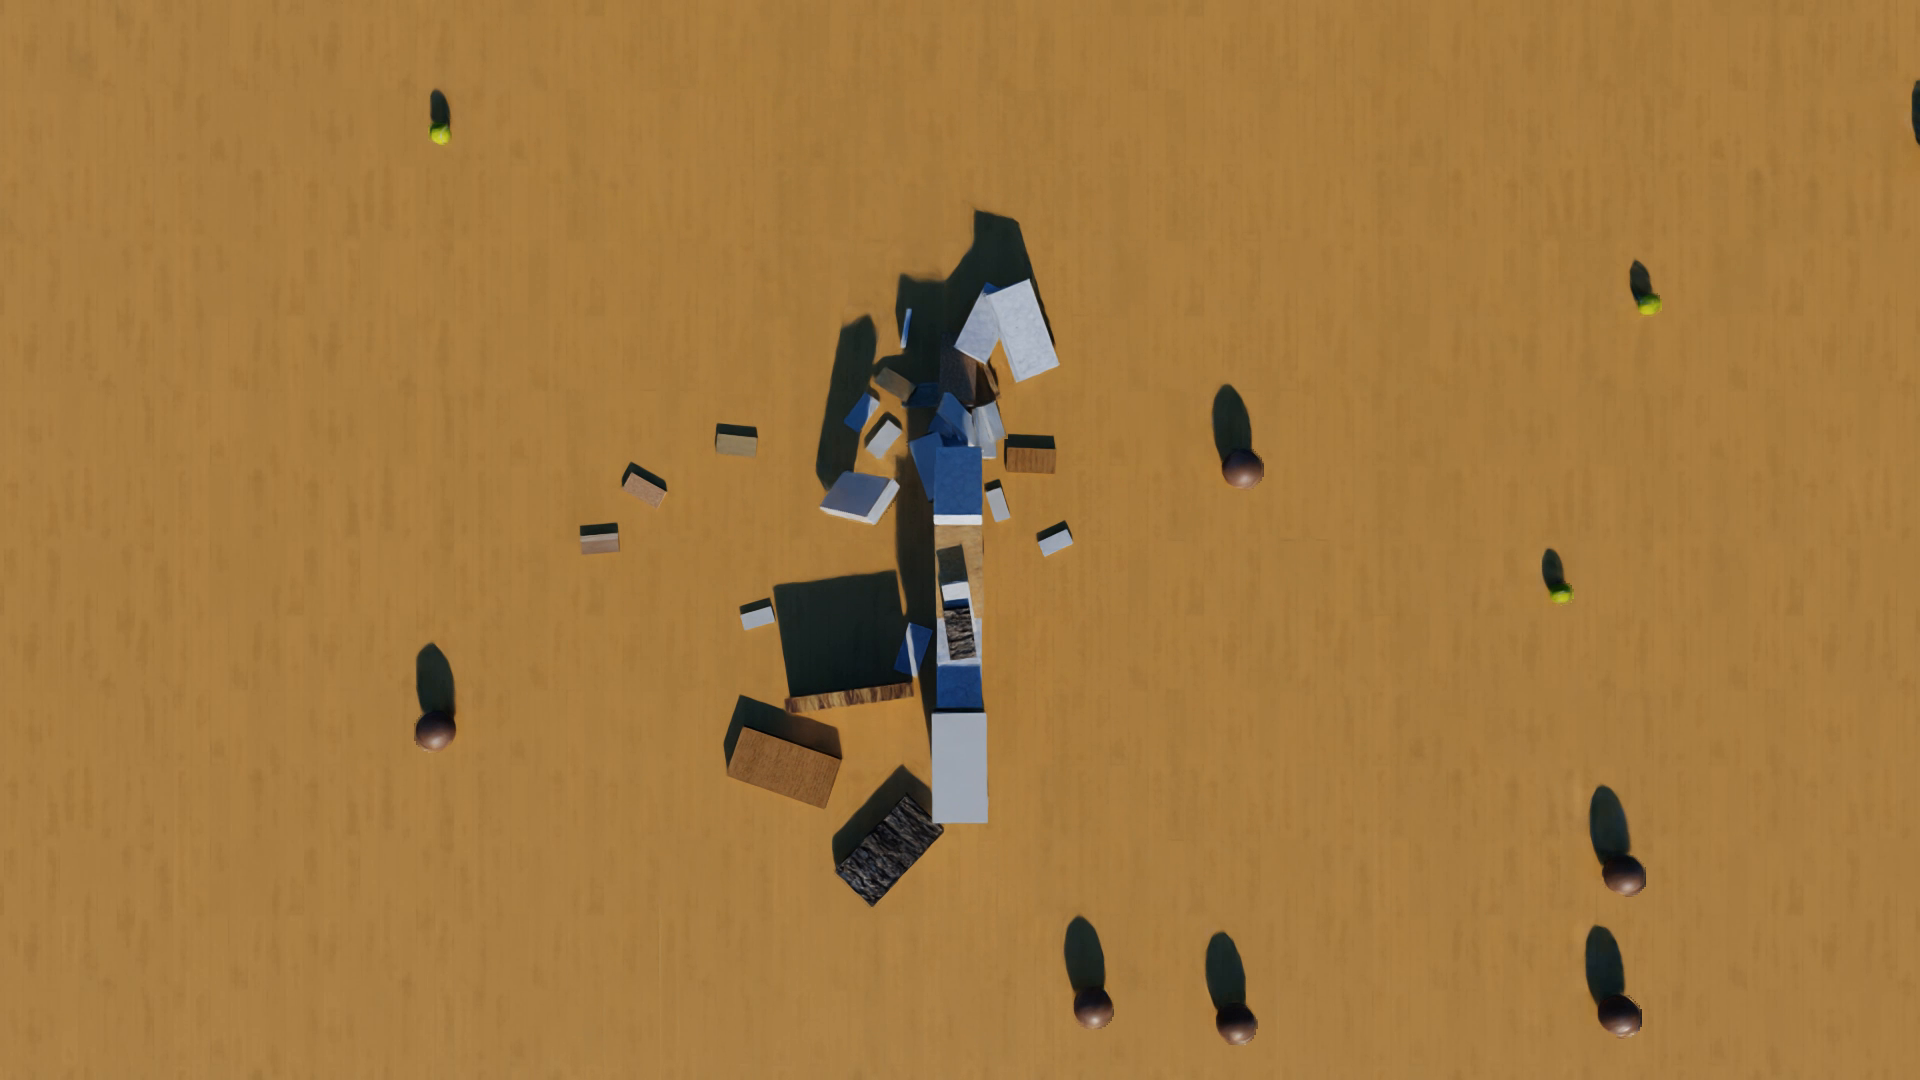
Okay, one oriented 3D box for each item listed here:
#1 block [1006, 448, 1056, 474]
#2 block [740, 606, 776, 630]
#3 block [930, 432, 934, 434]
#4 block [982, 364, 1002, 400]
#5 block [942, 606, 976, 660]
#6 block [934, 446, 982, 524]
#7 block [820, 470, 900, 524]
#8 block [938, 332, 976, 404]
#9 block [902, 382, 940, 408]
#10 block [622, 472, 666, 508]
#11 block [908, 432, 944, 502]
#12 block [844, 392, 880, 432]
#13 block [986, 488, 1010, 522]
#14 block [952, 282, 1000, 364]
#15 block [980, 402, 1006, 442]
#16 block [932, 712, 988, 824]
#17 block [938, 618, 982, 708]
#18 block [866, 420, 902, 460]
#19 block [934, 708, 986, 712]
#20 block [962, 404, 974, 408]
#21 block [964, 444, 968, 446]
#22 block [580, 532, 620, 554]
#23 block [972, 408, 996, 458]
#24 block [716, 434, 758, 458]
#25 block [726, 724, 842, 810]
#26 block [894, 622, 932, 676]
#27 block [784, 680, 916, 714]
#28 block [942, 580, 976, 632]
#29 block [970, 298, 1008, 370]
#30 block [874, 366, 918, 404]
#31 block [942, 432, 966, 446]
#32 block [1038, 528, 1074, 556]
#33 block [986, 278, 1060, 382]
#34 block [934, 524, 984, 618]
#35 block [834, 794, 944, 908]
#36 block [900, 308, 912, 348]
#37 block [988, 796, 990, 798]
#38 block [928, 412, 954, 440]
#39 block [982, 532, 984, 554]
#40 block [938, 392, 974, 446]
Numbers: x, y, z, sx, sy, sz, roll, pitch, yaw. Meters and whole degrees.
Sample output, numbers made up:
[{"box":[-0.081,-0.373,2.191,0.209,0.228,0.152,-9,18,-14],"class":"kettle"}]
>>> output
[{"box":[0.236,-0.264,5.488,0.163,0.023,0.081,2,90,0],"class":"block"},{"box":[-0.673,0.260,5.492,0.106,0.015,0.053,-16,90,0],"class":"block"},{"box":[-0.075,-0.259,5.396,0.088,0.025,0.176,-32,74,-1],"class":"block"},{"box":[0.104,-0.523,5.469,0.017,0.061,0.122,-23,90,-1],"class":"block"},{"box":[-0.001,0.290,5.137,0.083,0.023,0.166,-8,107,2],"class":"block"},{"box":[-0.006,-0.175,5.235,0.150,0.043,0.301,0,48,1],"class":"block"},{"box":[-0.327,-0.141,5.348,0.043,0.301,0.150,42,74,-32],"class":"block"},{"box":[-0.006,-0.567,5.450,0.120,0.034,0.239,3,73,0],"class":"block"},{"box":[-0.116,-0.480,5.466,0.157,0.022,0.078,-3,74,9],"class":"block"},{"box":[-1.050,-0.164,5.491,0.132,0.019,0.066,29,90,0],"class":"block"},{"box":[-0.084,-0.237,5.364,0.106,0.030,0.212,-20,74,3],"class":"block"},{"box":[-0.327,-0.424,5.491,0.063,0.018,0.125,37,90,0],"class":"block"},{"box":[0.127,-0.117,5.492,0.053,0.015,0.106,-18,90,0],"class":"block"},{"box":[0.084,-0.715,5.432,0.120,0.034,0.239,27,84,-8],"class":"block"},{"box":[0.109,-0.393,5.461,0.017,0.061,0.122,-7,105,42],"class":"block"},{"box":[-0.001,0.708,5.134,0.170,0.048,0.340,-1,90,0],"class":"block"},{"box":[-0.002,0.385,5.200,0.140,0.040,0.280,0,90,0],"class":"block"},{"box":[-0.253,-0.333,5.491,0.061,0.017,0.121,39,90,0],"class":"block"},{"box":[-0.003,0.587,5.330,0.170,0.340,0.048,0,91,0],"class":"block"},{"box":[0.004,-0.517,5.465,0.078,0.022,0.157,0,73,-1],"class":"block"},{"box":[-0.005,-0.247,5.442,0.088,0.025,0.176,0,58,2],"class":"block"},{"box":[-1.198,0.013,5.491,0.125,0.018,0.063,-5,90,0],"class":"block"},{"box":[0.081,-0.354,5.457,0.023,0.081,0.163,-6,86,41],"class":"block"},{"box":[-0.743,-0.314,5.491,0.132,0.019,0.066,6,90,0],"class":"block"},{"box":[-0.583,0.753,5.476,0.346,0.049,0.173,19,90,0],"class":"block"},{"box":[-0.156,0.364,5.488,0.083,0.023,0.166,19,90,0],"class":"block"},{"box":[-0.358,0.514,5.413,0.414,0.173,0.049,-8,87,0],"class":"block"},{"box":[-0.002,0.210,5.137,0.083,0.023,0.166,-9,107,3],"class":"block"},{"box":[0.126,-0.699,5.483,0.120,0.034,0.239,-17,90,0],"class":"block"},{"box":[-0.213,-0.515,5.469,0.132,0.019,0.066,33,82,15],"class":"block"},{"box":[-0.027,-0.336,5.451,0.088,0.025,0.176,8,69,7],"class":"block"},{"box":[0.318,0.009,5.492,0.106,0.015,0.053,-25,90,0],"class":"block"},{"box":[0.205,-0.689,5.426,0.150,0.043,0.301,-24,102,-18],"class":"block"},{"box":[-0.002,0.095,5.179,0.149,0.042,0.298,-1,91,0],"class":"block"},{"box":[-0.233,1.029,5.476,0.173,0.049,0.346,43,90,0],"class":"block"},{"box":[-0.177,-0.702,5.469,0.018,0.063,0.125,10,90,0],"class":"block"},{"box":[0.005,0.810,5.329,0.170,0.340,0.048,4,94,0],"class":"block"},{"box":[-0.035,-0.412,5.457,0.078,0.022,0.157,24,71,12],"class":"block"},{"box":[0.001,0.007,5.350,0.149,0.298,0.042,-1,97,0],"class":"block"},{"box":[0.003,-0.390,5.409,0.203,0.023,0.081,45,52,-37],"class":"block"}]
